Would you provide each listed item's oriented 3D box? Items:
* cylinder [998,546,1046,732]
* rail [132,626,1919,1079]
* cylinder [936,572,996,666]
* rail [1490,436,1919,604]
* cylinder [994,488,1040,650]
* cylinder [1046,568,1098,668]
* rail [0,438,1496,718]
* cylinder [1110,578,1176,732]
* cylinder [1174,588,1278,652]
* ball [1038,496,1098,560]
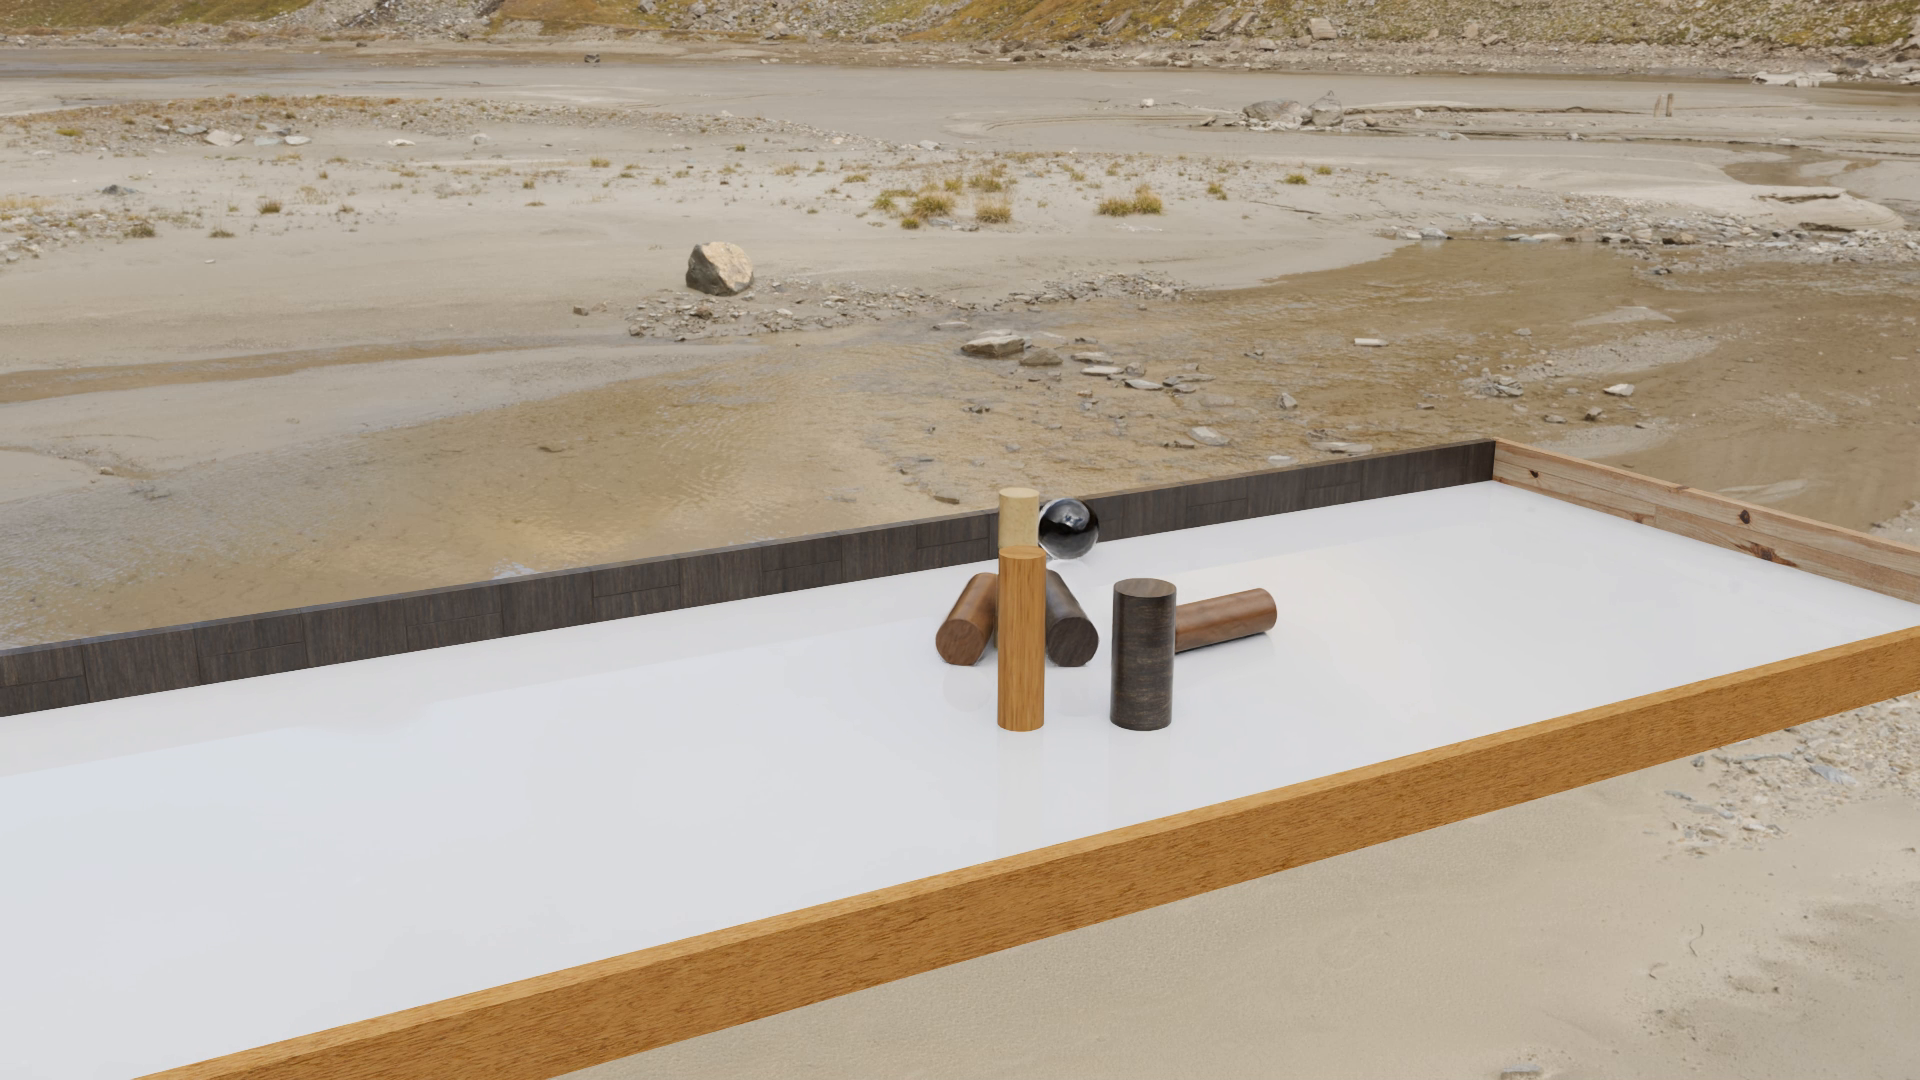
[{"bbox_3d":[0.143,0.229,3.830,0.110,0.420,0.110,0,16,0],"label":"cylinder"},{"bbox_3d":[-2.336,1.006,1.665,12.000,0.150,0.050,-9,18,-27],"label":"rail"},{"bbox_3d":[0.038,0.207,4.426,0.127,0.127,0.408,3,17,11],"label":"cylinder"},{"bbox_3d":[2.466,-0.048,5.253,0.050,0.150,2.100,-9,18,-27],"label":"rail"},{"bbox_3d":[0.149,0.082,4.318,0.105,0.424,0.105,2,16,0],"label":"cylinder"},{"bbox_3d":[0.258,0.203,4.419,0.138,0.138,0.418,-2,17,-8],"label":"cylinder"},{"bbox_3d":[-3.305,0.497,3.399,12.000,0.150,0.050,-9,18,-27],"label":"rail"},{"bbox_3d":[0.428,0.267,3.864,0.147,0.328,0.147,0,16,0],"label":"cylinder"},{"bbox_3d":[0.675,0.216,4.409,0.352,0.120,0.120,-10,19,-31],"label":"cylinder"},{"bbox_3d":[0.333,-0.037,5.130,0.197,0.197,0.197,0,16,0],"label":"ball"}]
